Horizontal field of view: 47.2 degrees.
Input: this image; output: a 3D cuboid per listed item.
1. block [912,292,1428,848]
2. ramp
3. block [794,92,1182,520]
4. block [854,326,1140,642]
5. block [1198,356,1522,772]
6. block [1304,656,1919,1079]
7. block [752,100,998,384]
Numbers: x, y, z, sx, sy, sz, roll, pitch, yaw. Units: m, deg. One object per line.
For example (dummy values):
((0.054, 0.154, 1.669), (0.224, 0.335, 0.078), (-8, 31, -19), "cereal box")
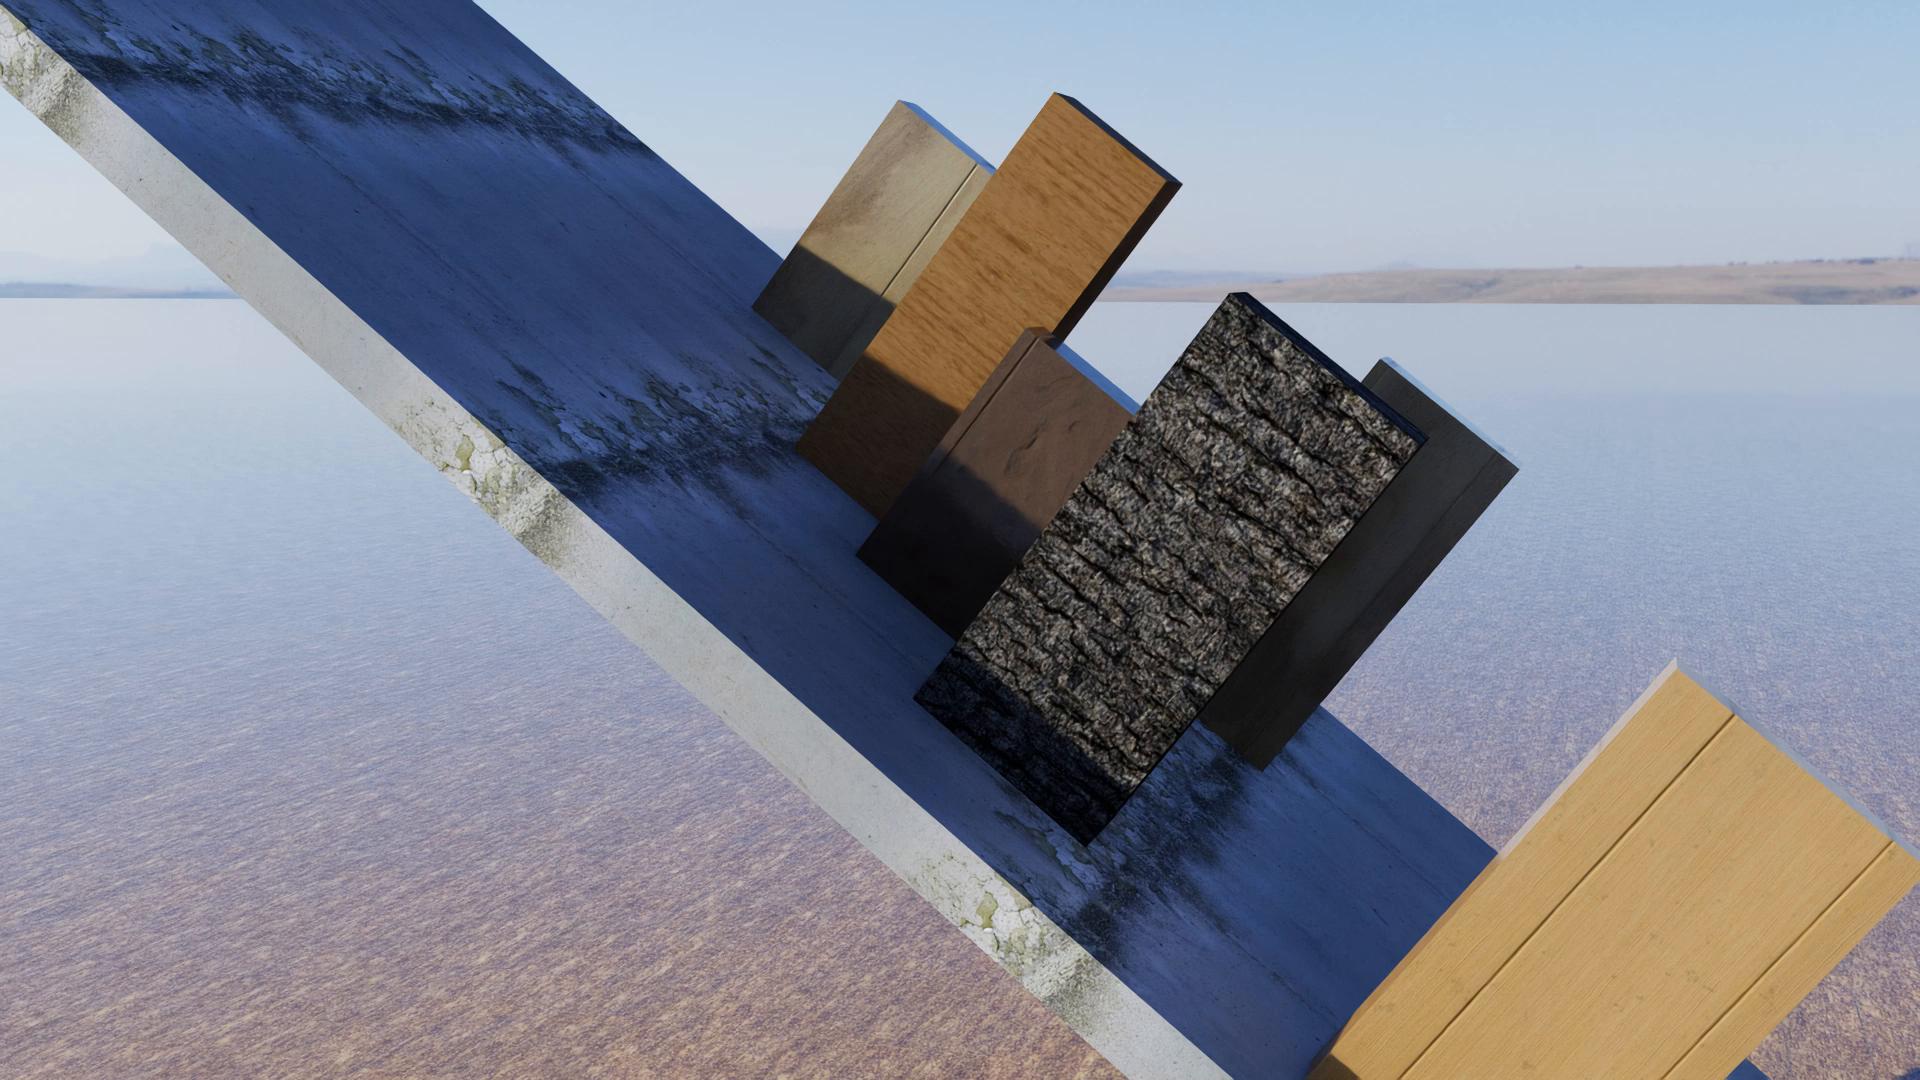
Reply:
((0.308, 0.046, 3.292), (0.346, 0.781, 0.147), (40, 16, 9), "block")
((-0.033, 0.088, 4.055), (4.000, 0.100, 2.000), (40, 16, 9), "ramp")
((0.046, -0.397, 3.943), (0.252, 0.794, 0.143), (40, 16, 9), "block")
((0.145, -0.029, 3.684), (0.435, 0.490, 0.109), (40, 16, 9), "block")
((0.692, 0.048, 4.170), (0.322, 0.748, 0.127), (40, 16, 9), "block")
((0.877, 0.587, 3.002), (0.401, 0.780, 0.095), (40, 16, 9), "block")
((-0.098, -0.557, 4.556), (0.441, 0.534, 0.116), (40, 16, 9), "block")
